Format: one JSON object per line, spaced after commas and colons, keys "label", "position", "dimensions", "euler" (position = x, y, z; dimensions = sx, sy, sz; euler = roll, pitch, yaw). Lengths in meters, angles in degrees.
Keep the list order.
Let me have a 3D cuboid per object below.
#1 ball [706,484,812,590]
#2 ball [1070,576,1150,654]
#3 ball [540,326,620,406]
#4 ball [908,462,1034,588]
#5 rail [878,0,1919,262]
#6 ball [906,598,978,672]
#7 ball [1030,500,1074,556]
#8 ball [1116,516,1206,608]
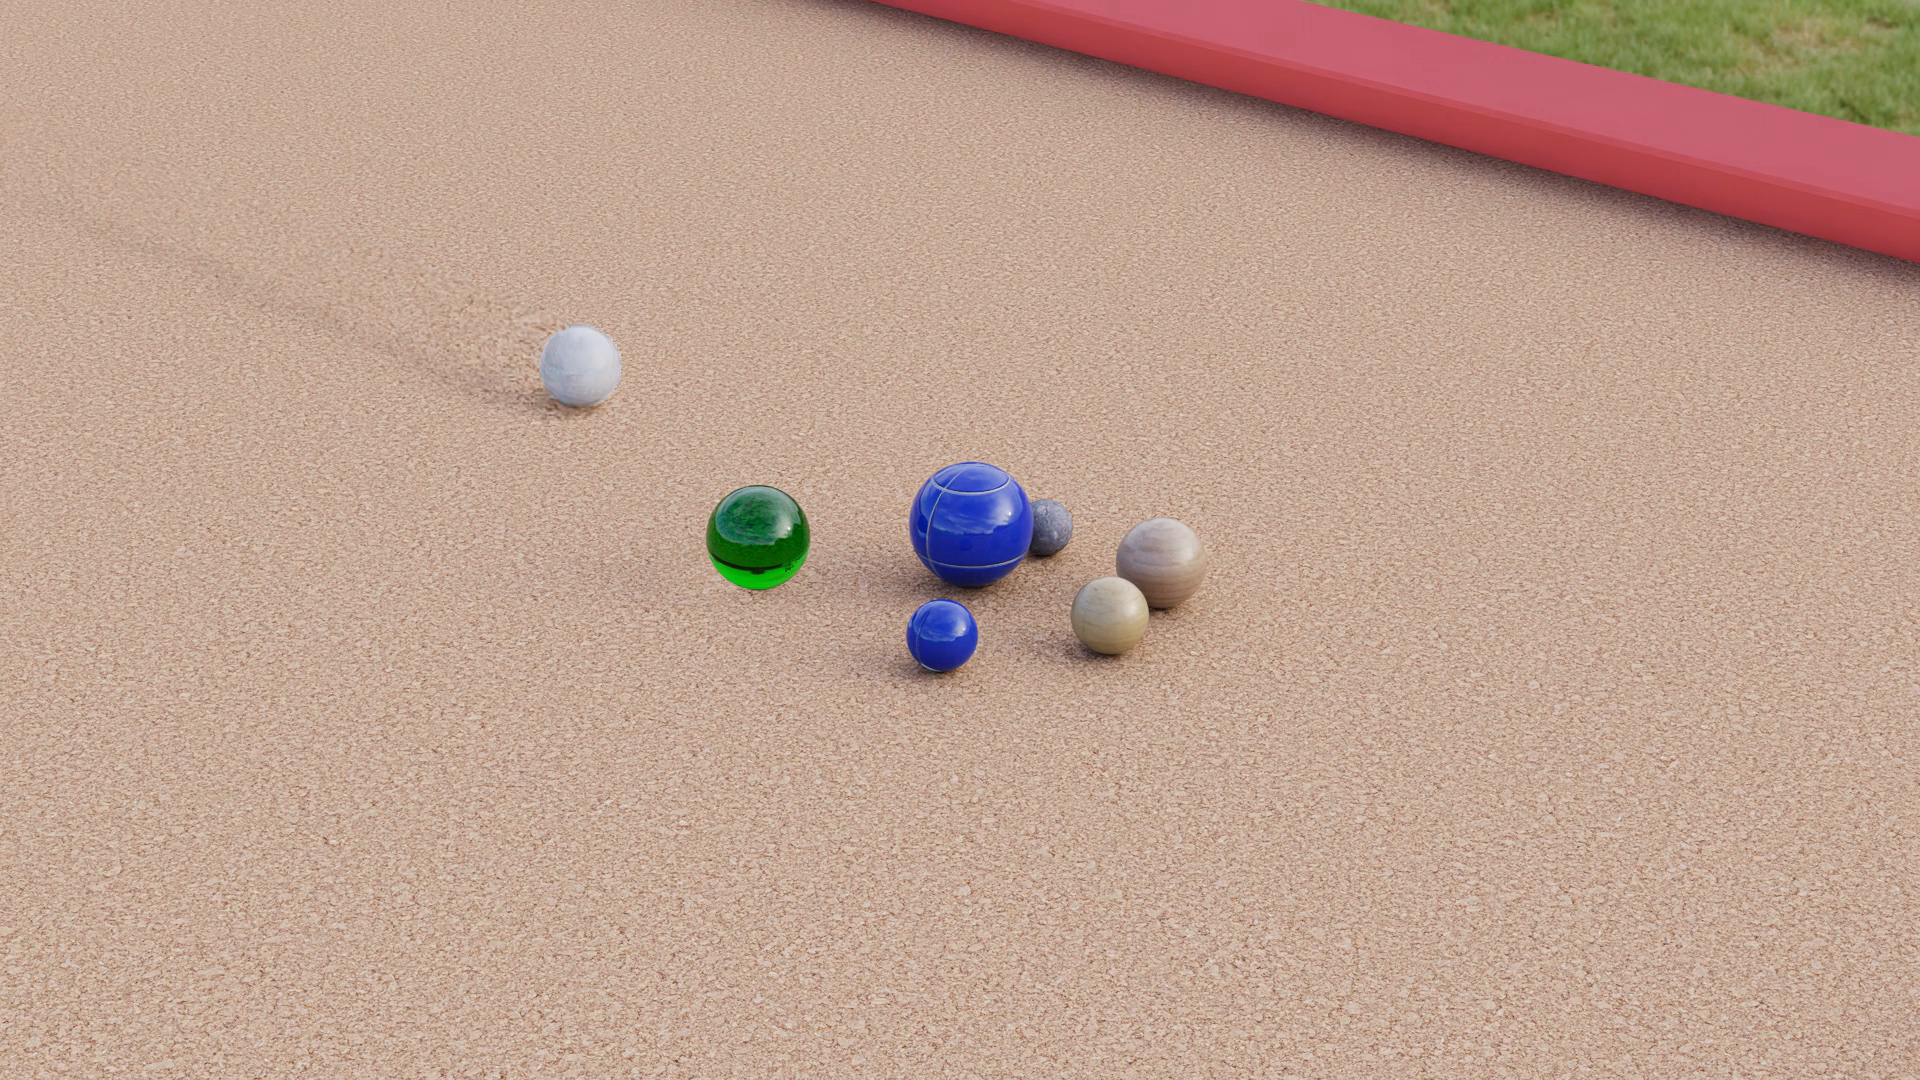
{"label": "ball", "position": [-0.155, -0.002, 2.262], "dimensions": [0.081, 0.081, 0.081], "euler": [0, 24, 0]}
{"label": "ball", "position": [0.110, 0.055, 2.161], "dimensions": [0.058, 0.058, 0.058], "euler": [0, 24, 0]}
{"label": "ball", "position": [-0.338, -0.154, 2.613], "dimensions": [0.071, 0.071, 0.071], "euler": [0, 24, 0]}
{"label": "ball", "position": [0.009, -0.012, 2.264], "dimensions": [0.097, 0.097, 0.097], "euler": [0, 24, 0]}
{"label": "rail", "position": [0.077, -0.696, 3.753], "dimensions": [0.045, 0.126, 4.426], "euler": [-22, 32, -40]}
{"label": "ball", "position": [-0.013, 0.069, 2.136], "dimensions": [0.053, 0.053, 0.053], "euler": [0, 24, 0]}
{"label": "ball", "position": [0.067, -0.010, 2.323], "dimensions": [0.045, 0.045, 0.045], "euler": [0, 24, 0]}
{"label": "ball", "position": [0.153, 0.017, 2.232], "dimensions": [0.069, 0.069, 0.069], "euler": [0, 24, 0]}
